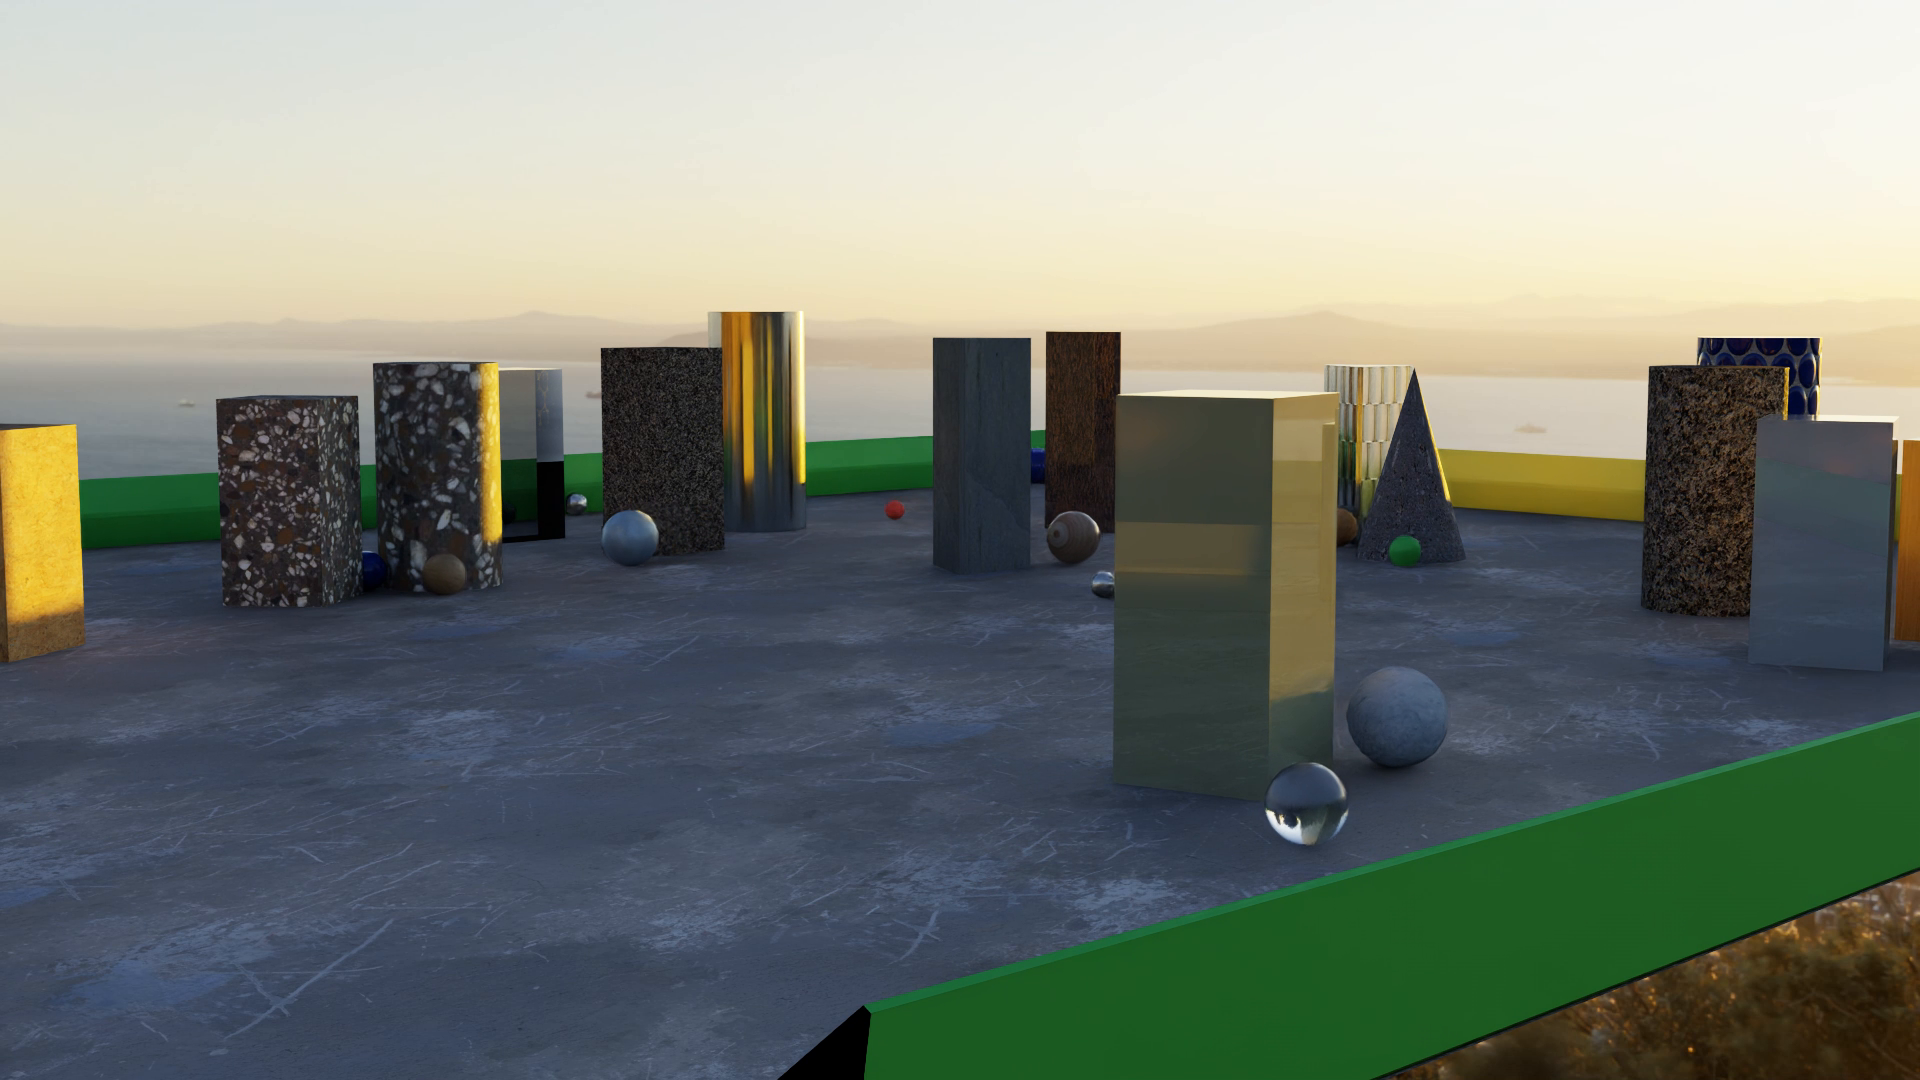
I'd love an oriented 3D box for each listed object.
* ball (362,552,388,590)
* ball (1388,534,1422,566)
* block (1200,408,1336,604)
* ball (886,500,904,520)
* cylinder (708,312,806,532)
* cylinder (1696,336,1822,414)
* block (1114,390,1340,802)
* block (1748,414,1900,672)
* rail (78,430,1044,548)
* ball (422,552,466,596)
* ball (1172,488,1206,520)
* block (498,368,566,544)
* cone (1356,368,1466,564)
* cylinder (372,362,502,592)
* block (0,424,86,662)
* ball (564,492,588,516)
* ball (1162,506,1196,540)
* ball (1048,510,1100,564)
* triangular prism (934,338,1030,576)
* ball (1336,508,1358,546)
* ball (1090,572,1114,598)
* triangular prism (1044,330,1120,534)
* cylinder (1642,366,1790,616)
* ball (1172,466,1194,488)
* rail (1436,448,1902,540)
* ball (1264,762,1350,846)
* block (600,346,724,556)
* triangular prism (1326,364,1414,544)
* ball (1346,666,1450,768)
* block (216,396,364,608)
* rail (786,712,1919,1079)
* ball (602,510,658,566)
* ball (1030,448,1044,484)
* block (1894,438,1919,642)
[{"bbox_3d":[-0.944,0.049,3.499,0.064,0.064,0.064,0,6,0],"label":"ball"},{"bbox_3d":[0.775,0.019,3.829,0.055,0.055,0.055,0,6,0],"label":"ball"},{"bbox_3d":[0.482,-0.056,3.430,0.158,0.288,0.158,4,7,31],"label":"block"},{"bbox_3d":[-0.139,-0.064,4.692,0.041,0.041,0.041,0,6,0],"label":"ball"},{"bbox_3d":[-0.414,-0.245,4.495,0.197,0.442,0.197,0,6,0],"label":"cylinder"},{"bbox_3d":[1.335,-0.140,3.692,0.197,0.400,0.197,0,6,0],"label":"cylinder"},{"bbox_3d":[0.253,0.045,2.087,0.158,0.366,0.158,4,7,31],"label":"block"},{"bbox_3d":[1.104,-0.002,2.809,0.158,0.308,0.158,3,7,25],"label":"block"},{"bbox_3d":[-1.131,-0.094,4.551,3.929,0.128,0.045,-5,8,-42],"label":"rail"},{"bbox_3d":[-0.808,0.054,3.442,0.067,0.067,0.067,0,6,0],"label":"ball"},{"bbox_3d":[0.483,-0.075,4.654,0.071,0.071,0.071,0,6,0],"label":"ball"},{"bbox_3d":[-0.885,-0.168,4.296,0.158,0.331,0.158,-6,8,-44],"label":"block"},{"bbox_3d":[0.817,-0.141,3.968,0.197,0.344,0.197,0,6,0],"label":"cone"},{"bbox_3d":[-0.847,-0.107,3.572,0.197,0.360,0.197,0,6,0],"label":"cylinder"},{"bbox_3d":[-1.266,-0.001,2.870,0.158,0.294,0.158,1,6,13],"label":"block"},{"bbox_3d":[-0.836,-0.079,4.788,0.050,0.050,0.050,0,6,0],"label":"ball"},{"bbox_3d":[0.424,-0.032,4.261,0.067,0.067,0.067,0,6,0],"label":"ball"},{"bbox_3d":[0.200,-0.004,3.870,0.093,0.093,0.093,0,6,0],"label":"ball"},{"bbox_3d":[0.009,-0.150,3.799,0.148,0.397,0.171,6,8,44],"label":"triangular prism"},{"bbox_3d":[0.714,-0.024,4.157,0.074,0.074,0.074,0,6,0],"label":"ball"},{"bbox_3d":[0.223,0.070,3.411,0.041,0.041,0.041,0,6,0],"label":"ball"},{"bbox_3d":[0.286,-0.224,4.491,0.171,0.402,0.148,4,7,35],"label":"triangular prism"},{"bbox_3d":[1.126,-0.078,3.283,0.197,0.361,0.197,0,6,0],"label":"cylinder"},{"bbox_3d":[0.560,-0.160,5.528,0.057,0.057,0.057,0,6,0],"label":"ball"},{"bbox_3d":[1.426,-0.103,4.641,0.045,0.128,3.382,-5,8,-42],"label":"rail"},{"bbox_3d":[0.289,0.220,1.836,0.070,0.070,0.070,0,6,0],"label":"ball"},{"bbox_3d":[-0.551,-0.168,4.081,0.158,0.376,0.158,5,8,40],"label":"block"},{"bbox_3d":[0.768,-0.170,4.279,0.171,0.338,0.148,-6,8,-43],"label":"triangular prism"},{"bbox_3d":[0.428,0.173,2.149,0.098,0.098,0.098,0,6,0],"label":"ball"},{"bbox_3d":[-1.028,-0.063,3.382,0.158,0.312,0.158,1,6,7],"label":"block"},{"bbox_3d":[1.131,0.161,2.113,3.929,0.128,0.045,-5,8,-42],"label":"rail"},{"bbox_3d":[-0.577,-0.004,3.844,0.099,0.099,0.099,0,6,0],"label":"ball"},{"bbox_3d":[0.196,-0.193,5.680,0.093,0.093,0.093,0,6,0],"label":"ball"},{"bbox_3d":[1.379,-0.001,2.983,0.158,0.271,0.158,5,8,38],"label":"block"}]
